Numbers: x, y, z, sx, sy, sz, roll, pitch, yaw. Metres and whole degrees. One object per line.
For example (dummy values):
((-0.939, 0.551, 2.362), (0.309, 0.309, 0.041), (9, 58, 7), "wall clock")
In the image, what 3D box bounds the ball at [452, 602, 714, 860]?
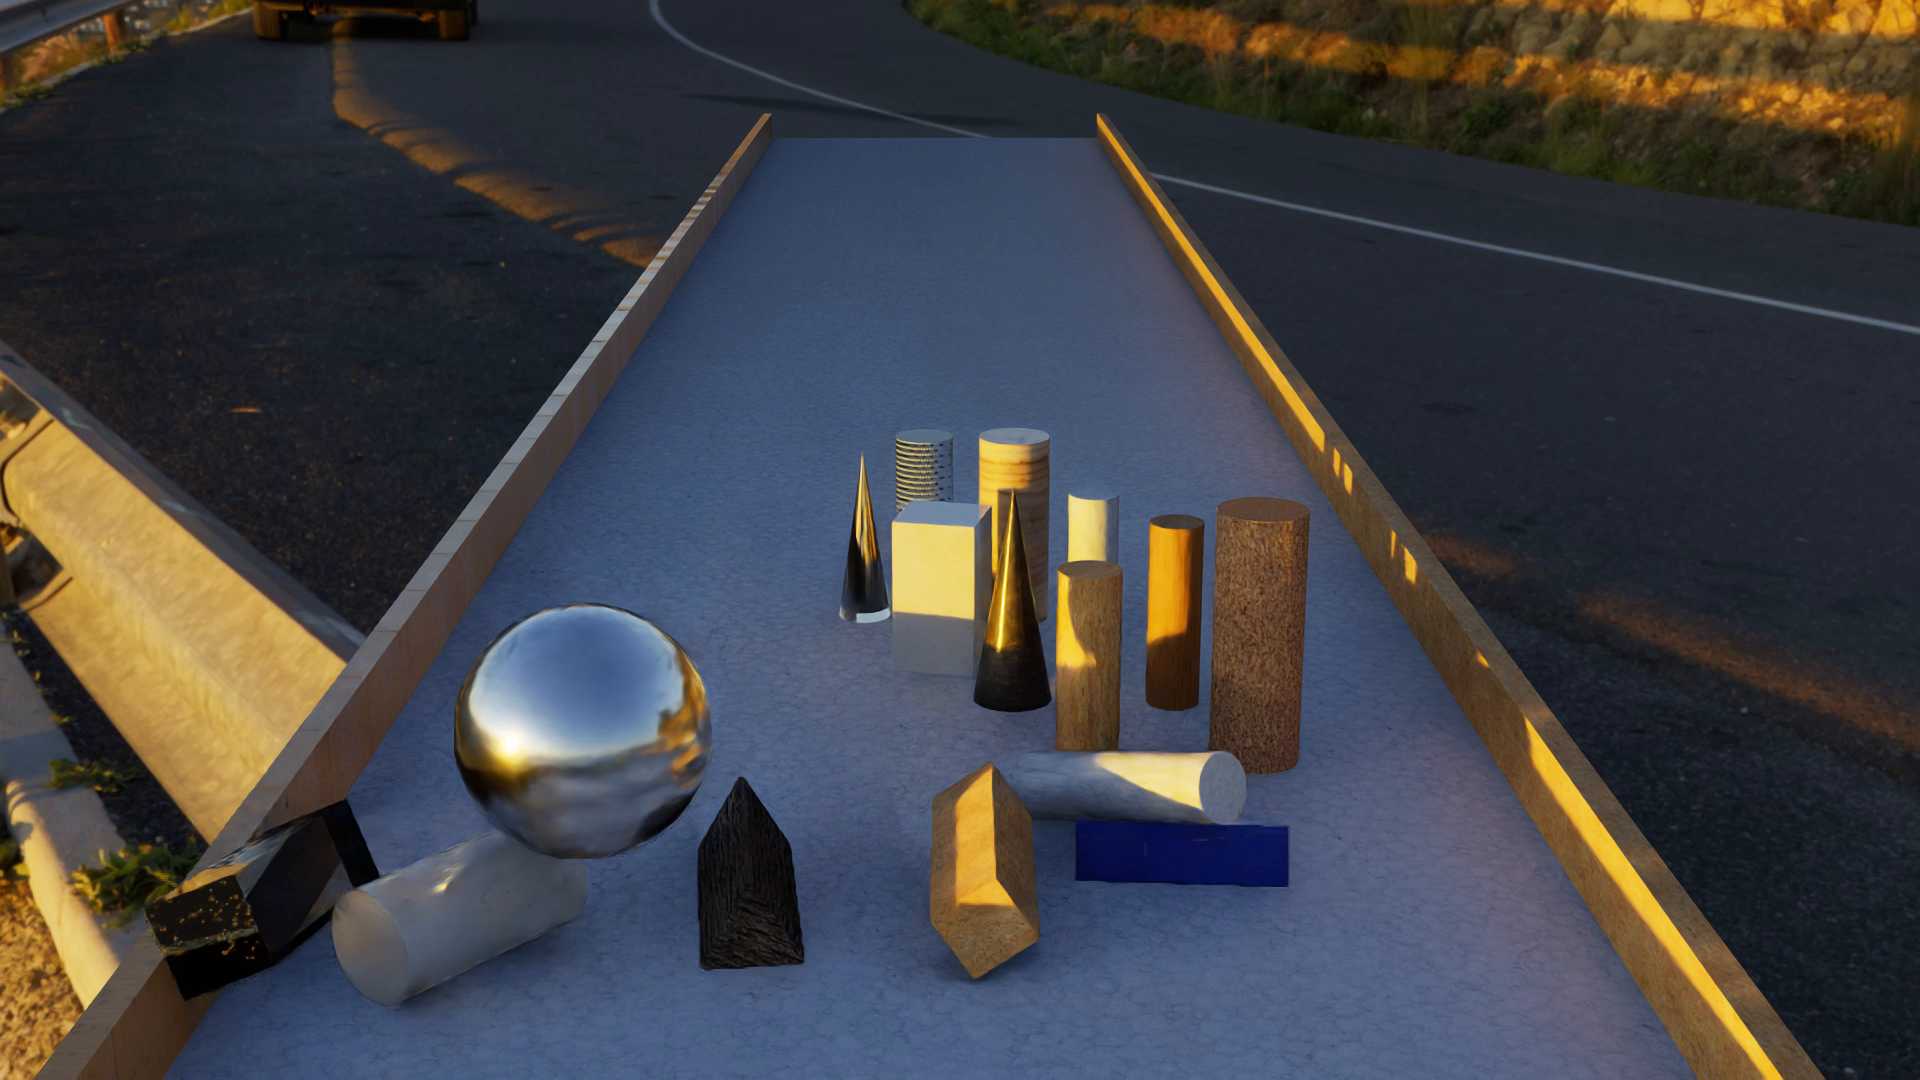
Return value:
((-0.536, 0.272, 3.138), (0.367, 0.367, 0.367), (0, 17, 0), "ball")

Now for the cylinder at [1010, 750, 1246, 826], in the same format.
((0.263, 0.394, 3.515), (0.112, 0.112, 0.413), (-16, 7, -42), "cylinder")

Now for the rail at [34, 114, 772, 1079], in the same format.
((-1.118, -0.838, 7.780), (0.050, 0.150, 12.000), (0, 17, -1), "rail")

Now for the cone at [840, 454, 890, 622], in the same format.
((-0.204, -0.014, 4.640), (0.109, 0.361, 0.109), (0, 17, 0), "cone")

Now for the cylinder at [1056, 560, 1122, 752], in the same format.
((0.227, 0.217, 3.890), (0.114, 0.346, 0.114), (0, 17, 0), "cylinder")

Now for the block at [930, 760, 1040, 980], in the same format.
((0.035, 0.488, 3.309), (0.113, 0.113, 0.434), (-33, 14, 9), "block")

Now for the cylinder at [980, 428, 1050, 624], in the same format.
((0.113, -0.027, 4.628), (0.148, 0.393, 0.148), (0, 17, 0), "cylinder")

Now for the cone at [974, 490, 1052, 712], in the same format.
((0.100, 0.101, 4.150), (0.150, 0.421, 0.150), (0, 17, 0), "cone")

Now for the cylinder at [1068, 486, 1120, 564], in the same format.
((0.265, 0.069, 4.407), (0.101, 0.336, 0.101), (0, 17, 0), "cylinder")

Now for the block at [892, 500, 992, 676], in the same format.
((-0.034, 0.094, 4.375), (0.164, 0.306, 0.164), (4, 17, 13), "block")

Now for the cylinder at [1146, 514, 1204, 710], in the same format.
((0.404, 0.137, 4.144), (0.101, 0.355, 0.101), (0, 17, 0), "cylinder")

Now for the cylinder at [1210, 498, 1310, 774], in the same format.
((0.524, 0.167, 3.858), (0.159, 0.460, 0.159), (0, 17, 0), "cylinder")

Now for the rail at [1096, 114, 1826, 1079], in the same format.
((0.932, -0.844, 7.801), (0.050, 0.150, 12.000), (0, 17, -1), "rail")

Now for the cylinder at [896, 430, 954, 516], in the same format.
((-0.079, -0.074, 4.904), (0.128, 0.325, 0.128), (0, 17, 0), "cylinder")

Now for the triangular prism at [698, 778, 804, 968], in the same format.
((-0.323, 0.494, 3.330), (0.147, 0.127, 0.397), (-2, 17, -7), "triangular prism")

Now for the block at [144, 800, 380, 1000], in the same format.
((-0.965, 0.495, 3.079), (0.132, 0.132, 0.429), (-22, 5, 6), "block")

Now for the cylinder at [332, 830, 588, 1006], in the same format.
((-0.713, 0.526, 3.159), (0.170, 0.170, 0.327), (13, 21, 36), "cylinder")

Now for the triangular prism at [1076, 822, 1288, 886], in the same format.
((0.348, 0.483, 3.455), (0.331, 0.080, 0.092), (1, 16, 4), "triangular prism")
